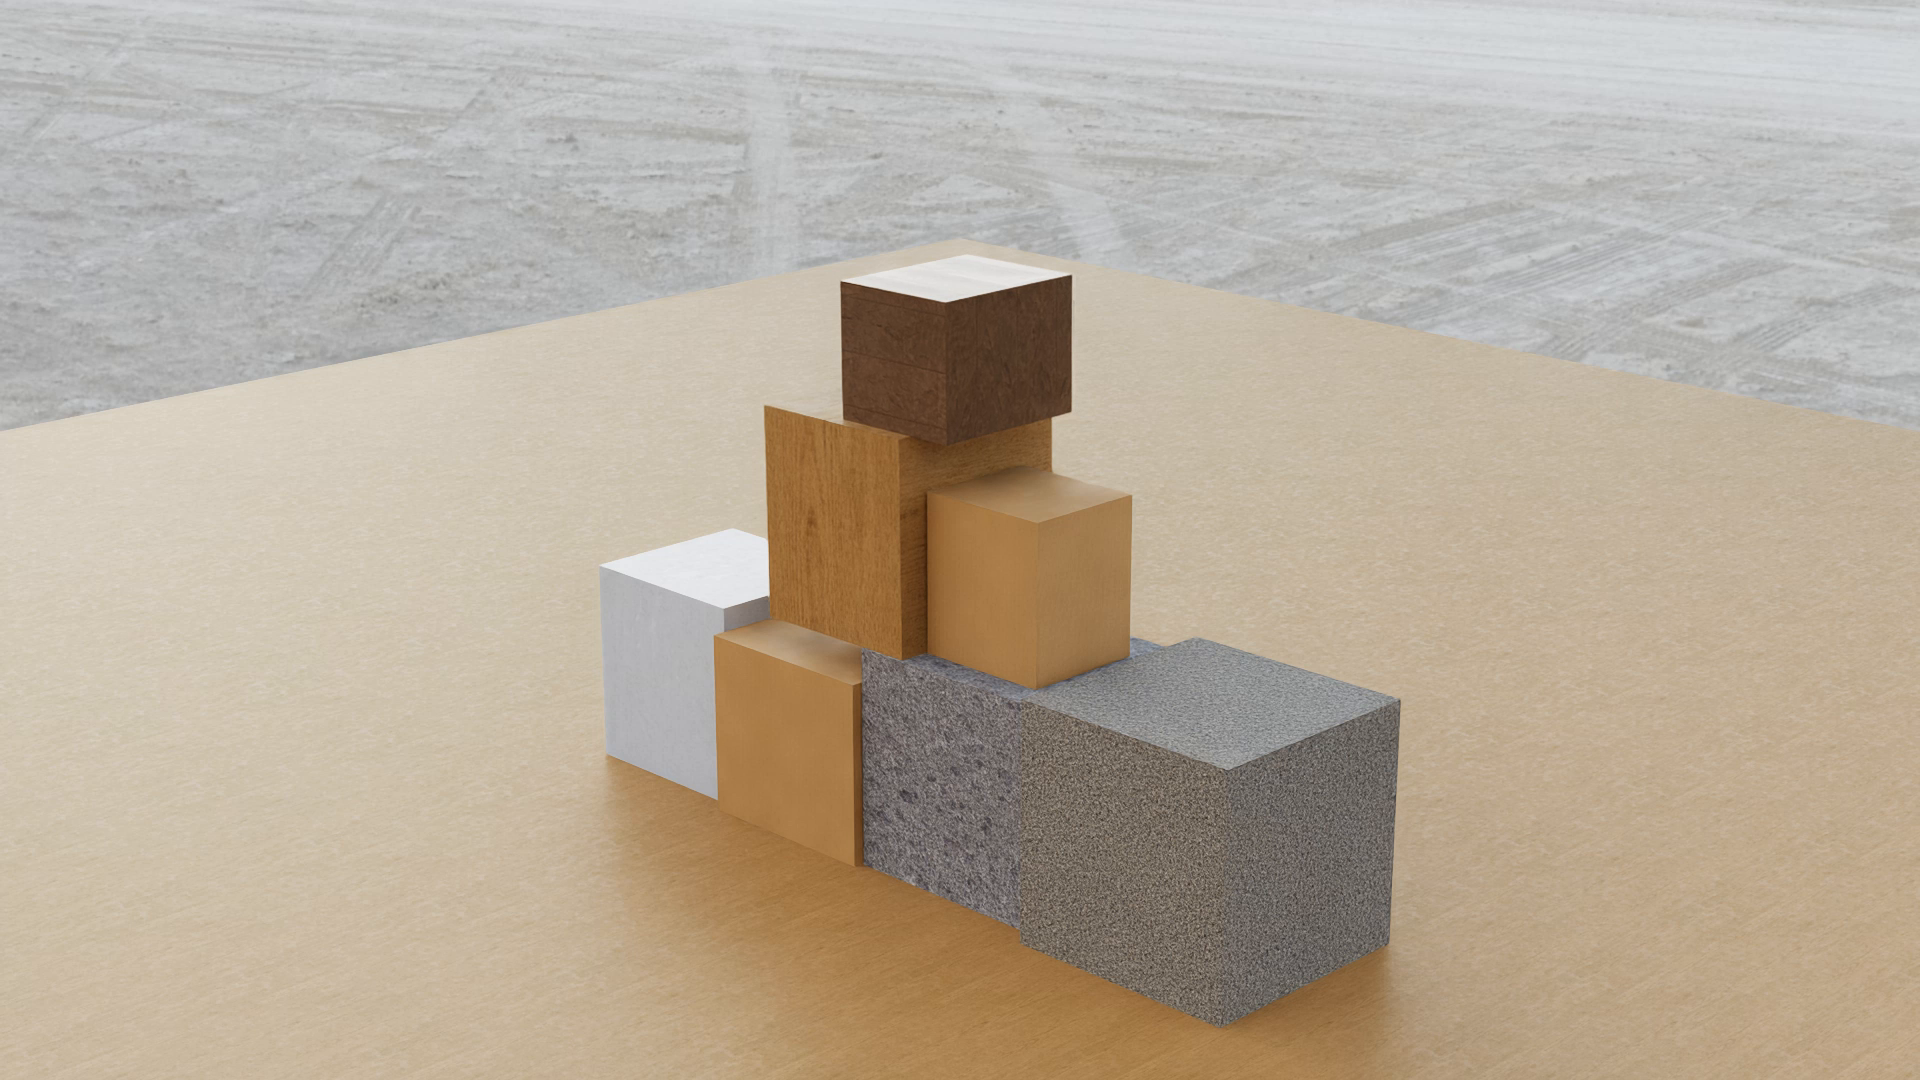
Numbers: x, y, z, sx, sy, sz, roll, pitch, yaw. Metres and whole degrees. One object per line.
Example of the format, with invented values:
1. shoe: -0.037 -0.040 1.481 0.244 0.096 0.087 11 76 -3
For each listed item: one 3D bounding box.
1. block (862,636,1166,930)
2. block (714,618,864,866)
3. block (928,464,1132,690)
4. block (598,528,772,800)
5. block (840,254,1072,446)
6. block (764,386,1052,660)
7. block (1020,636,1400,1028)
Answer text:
1. block: 0.288 1.006 13.373 0.987 1.062 1.090 -17 24 -42
2. block: -0.457 0.869 14.089 1.053 0.893 0.968 -17 24 -42
3. block: 0.307 0.154 13.047 0.608 0.759 0.673 -17 24 -42
4. block: -1.151 0.613 14.718 0.878 1.006 0.951 -17 24 -42
5. block: -0.013 -0.861 13.080 0.794 0.632 0.660 -17 23 -42
6. block: -0.233 -0.144 13.567 0.975 1.020 0.888 -17 23 -42
7. block: 1.064 1.215 12.587 1.136 1.134 1.137 -17 24 -42
